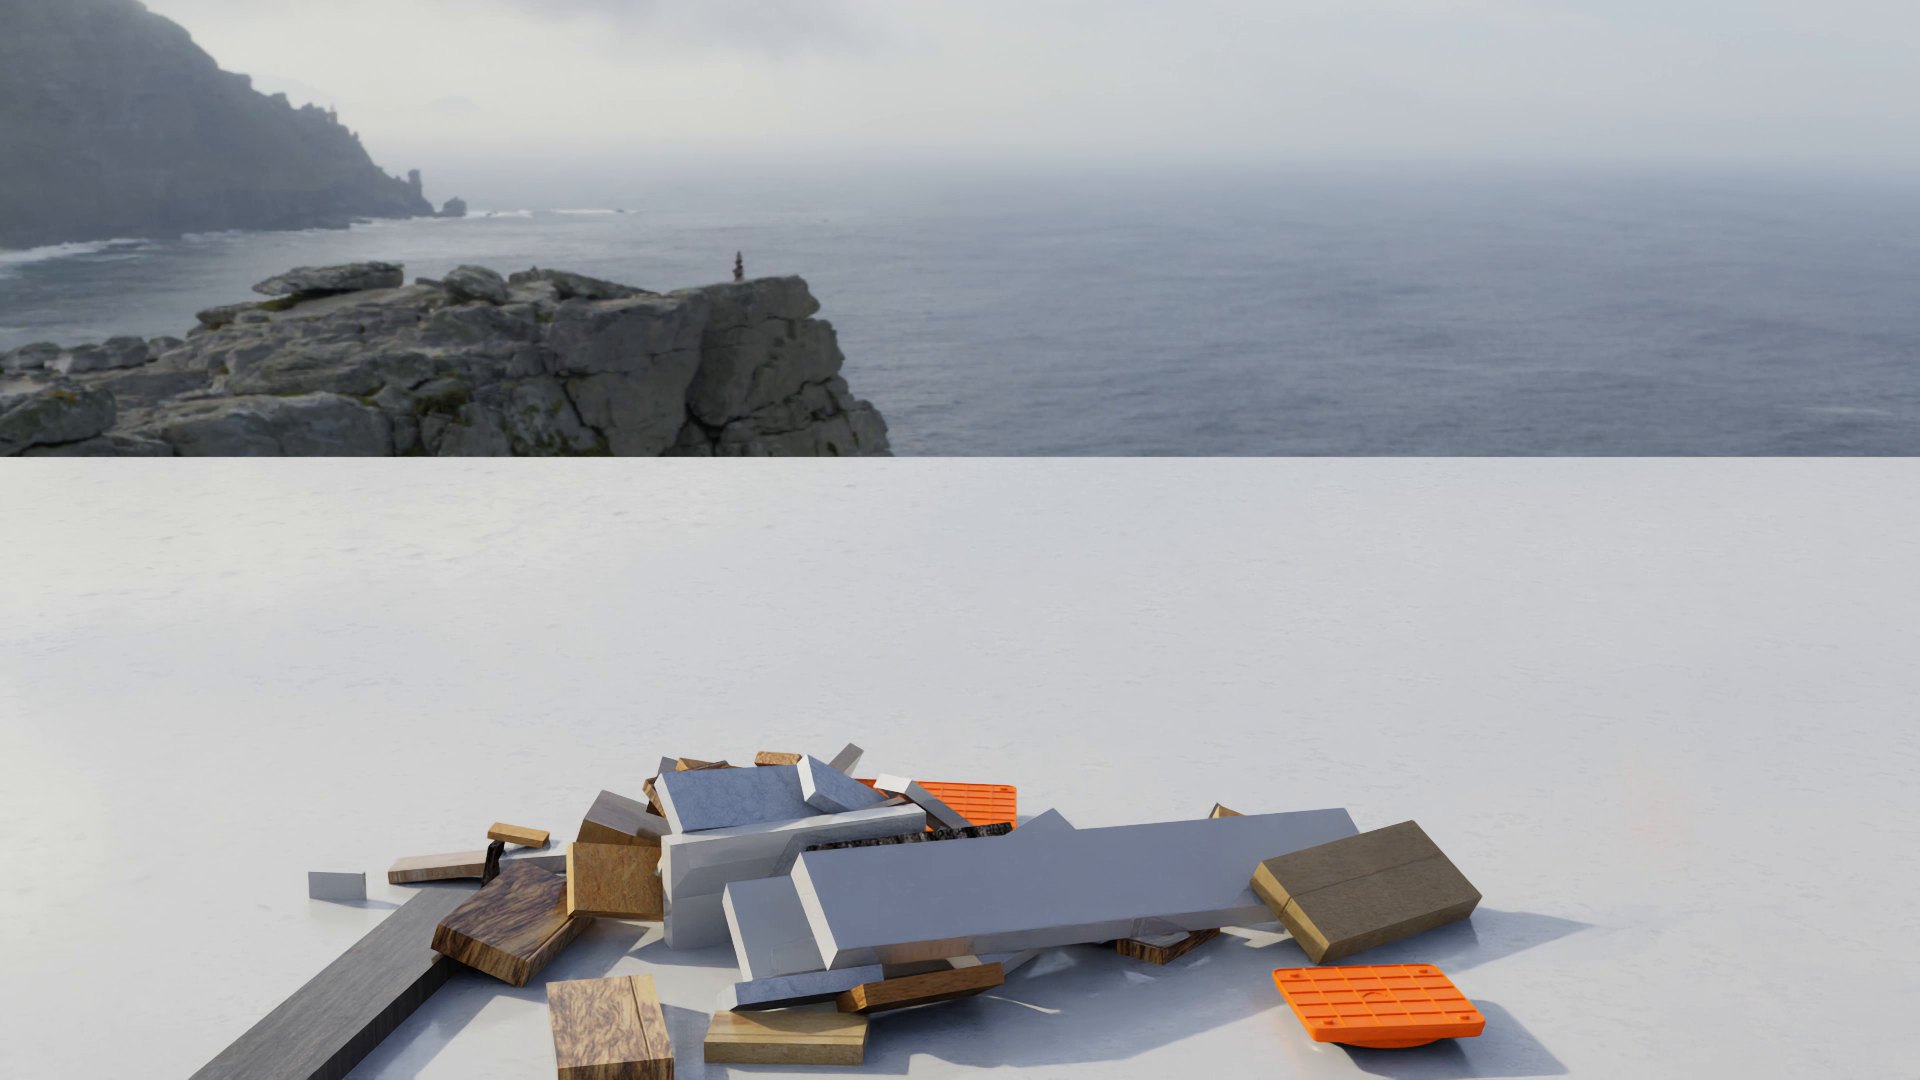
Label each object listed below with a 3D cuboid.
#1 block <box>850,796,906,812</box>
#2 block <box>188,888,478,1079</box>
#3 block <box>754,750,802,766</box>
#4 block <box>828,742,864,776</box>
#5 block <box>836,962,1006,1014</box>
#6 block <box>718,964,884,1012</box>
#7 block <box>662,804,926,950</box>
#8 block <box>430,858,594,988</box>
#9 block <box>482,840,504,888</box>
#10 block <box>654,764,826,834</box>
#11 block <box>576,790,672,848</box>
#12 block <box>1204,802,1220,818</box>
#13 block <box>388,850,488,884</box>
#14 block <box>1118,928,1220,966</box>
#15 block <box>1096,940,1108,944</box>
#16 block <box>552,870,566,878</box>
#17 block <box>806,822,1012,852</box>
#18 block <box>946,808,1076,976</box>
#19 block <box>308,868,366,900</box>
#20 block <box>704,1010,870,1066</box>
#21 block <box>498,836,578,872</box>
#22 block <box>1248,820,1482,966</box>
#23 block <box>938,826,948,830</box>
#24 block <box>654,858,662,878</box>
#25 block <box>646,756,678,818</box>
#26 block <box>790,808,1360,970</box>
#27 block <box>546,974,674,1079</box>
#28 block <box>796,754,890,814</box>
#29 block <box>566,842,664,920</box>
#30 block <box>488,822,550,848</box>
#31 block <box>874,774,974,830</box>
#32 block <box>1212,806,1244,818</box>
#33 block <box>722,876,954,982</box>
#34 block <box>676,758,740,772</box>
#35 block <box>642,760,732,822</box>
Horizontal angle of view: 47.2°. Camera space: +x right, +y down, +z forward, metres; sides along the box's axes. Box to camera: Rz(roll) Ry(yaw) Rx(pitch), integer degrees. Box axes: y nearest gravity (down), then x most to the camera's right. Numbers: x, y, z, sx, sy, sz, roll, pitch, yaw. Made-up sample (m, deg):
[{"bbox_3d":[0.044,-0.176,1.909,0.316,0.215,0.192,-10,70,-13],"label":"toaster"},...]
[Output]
[{"bbox_3d":[-0.262,0.512,3.538,0.388,0.094,0.027,-14,15,-21],"label":"block"},{"bbox_3d":[-0.869,0.663,3.156,0.152,0.043,0.845,2,11,10],"label":"block"},{"bbox_3d":[-0.272,0.423,3.751,0.080,0.023,0.205,2,-34,25],"label":"block"},{"bbox_3d":[-0.243,0.458,4.071,0.031,0.111,0.221,30,15,6],"label":"block"},{"bbox_3d":[-0.057,0.644,3.145,0.217,0.031,0.108,-4,-19,-27],"label":"block"},{"bbox_3d":[-0.228,0.644,3.147,0.217,0.031,0.108,-3,-19,-21],"label":"block"},{"bbox_3d":[-0.260,0.534,3.502,0.426,0.171,0.049,-5,11,-23],"label":"block"},{"bbox_3d":[-0.683,0.591,3.414,0.152,0.043,0.303,21,14,7],"label":"block"},{"bbox_3d":[-0.776,0.546,3.650,0.013,0.094,0.047,13,12,6],"label":"block"},{"bbox_3d":[-0.346,0.422,3.553,0.282,0.031,0.111,0,49,-36],"label":"block"},{"bbox_3d":[-0.464,0.513,3.666,0.325,0.046,0.162,19,11,-2],"label":"block"},{"bbox_3d":[0.435,0.507,3.675,0.084,0.024,0.168,41,26,3],"label":"block"},{"bbox_3d":[-0.811,0.549,3.745,0.311,0.021,0.075,-5,10,2],"label":"block"},{"bbox_3d":[0.328,0.620,3.442,0.084,0.024,0.168,8,13,37],"label":"block"},{"bbox_3d":[0.252,0.597,3.487,0.168,0.024,0.084,-16,8,-39],"label":"block"},{"bbox_3d":[-0.624,0.576,3.673,0.184,0.026,0.092,1,11,7],"label":"block"},{"bbox_3d":[-0.062,0.550,3.469,0.343,0.049,0.171,-4,54,-21],"label":"block"},{"bbox_3d":[0.088,0.549,3.393,0.175,0.050,0.351,43,39,22],"label":"block"},{"bbox_3d":[-1.031,0.571,3.643,0.094,0.047,0.013,1,11,6],"label":"block"},{"bbox_3d":[-0.238,0.690,3.048,0.217,0.031,0.108,0,11,2],"label":"block"},{"bbox_3d":[-0.665,0.522,3.654,0.184,0.026,0.092,-4,11,0],"label":"block"},{"bbox_3d":[0.647,0.555,3.493,0.351,0.050,0.175,-8,44,-36],"label":"block"},{"bbox_3d":[0.052,0.541,3.640,0.201,0.028,0.100,24,10,-3],"label":"block"},{"bbox_3d":[-0.400,0.528,3.511,0.160,0.080,0.023,29,-7,-25],"label":"block"},{"bbox_3d":[-0.353,0.452,3.664,0.325,0.046,0.162,17,11,-6],"label":"block"},{"bbox_3d":[0.227,0.529,3.395,0.996,0.050,0.176,0,44,-29],"label":"block"},{"bbox_3d":[-0.488,0.683,3.048,0.152,0.043,0.303,-2,11,-13],"label":"block"},{"bbox_3d":[-0.183,0.430,3.627,0.187,0.027,0.094,32,22,-31],"label":"block"},{"bbox_3d":[-0.513,0.545,3.497,0.221,0.111,0.031,8,-30,-27],"label":"block"},{"bbox_3d":[-0.737,0.493,3.669,0.094,0.013,0.047,10,12,1],"label":"block"},{"bbox_3d":[-0.050,0.457,3.704,0.187,0.027,0.094,39,-21,-29],"label":"block"},{"bbox_3d":[0.524,0.522,3.643,0.222,0.031,0.111,22,28,-4],"label":"block"},{"bbox_3d":[-0.171,0.582,3.329,0.343,0.049,0.171,-4,46,-21],"label":"block"},{"bbox_3d":[-0.393,0.399,3.682,0.149,0.021,0.075,13,12,-29],"label":"block"},{"bbox_3d":[-0.426,0.407,3.568,0.160,0.023,0.080,-10,44,-42],"label":"block"}]
